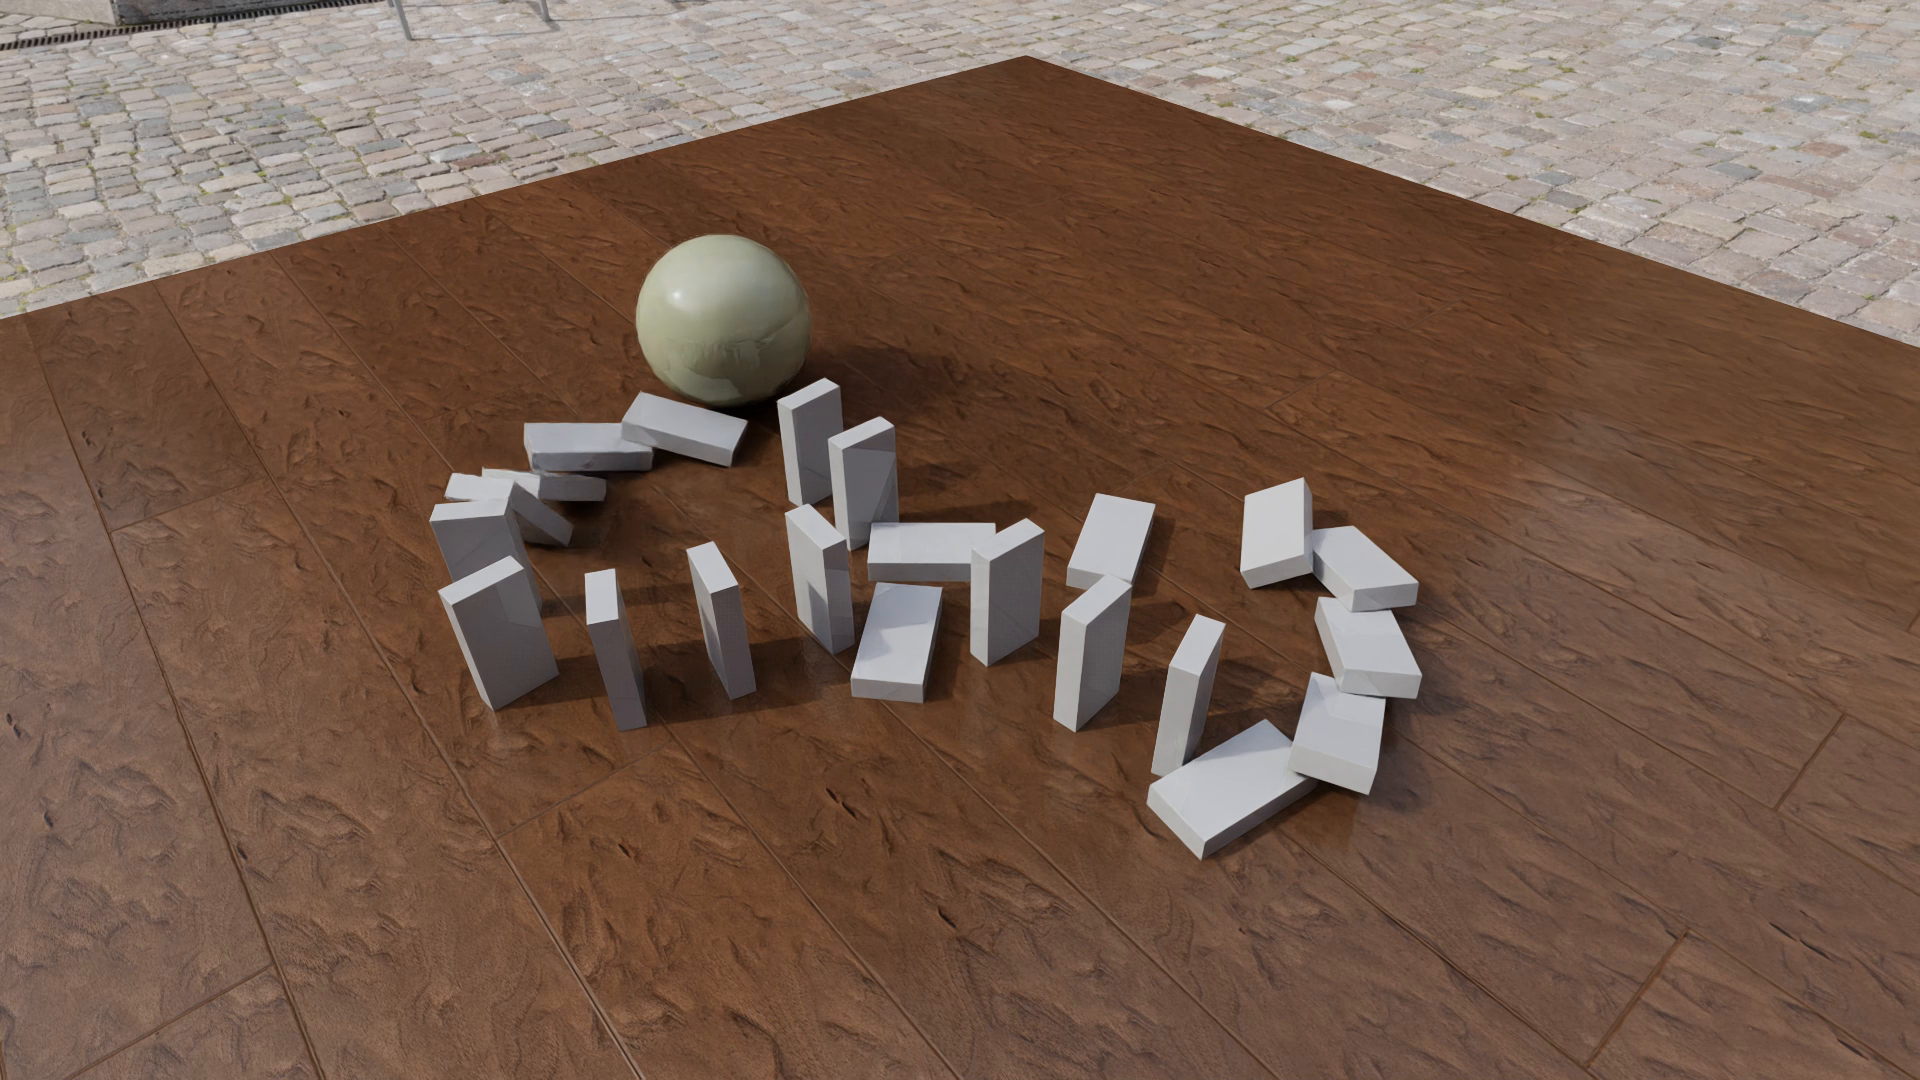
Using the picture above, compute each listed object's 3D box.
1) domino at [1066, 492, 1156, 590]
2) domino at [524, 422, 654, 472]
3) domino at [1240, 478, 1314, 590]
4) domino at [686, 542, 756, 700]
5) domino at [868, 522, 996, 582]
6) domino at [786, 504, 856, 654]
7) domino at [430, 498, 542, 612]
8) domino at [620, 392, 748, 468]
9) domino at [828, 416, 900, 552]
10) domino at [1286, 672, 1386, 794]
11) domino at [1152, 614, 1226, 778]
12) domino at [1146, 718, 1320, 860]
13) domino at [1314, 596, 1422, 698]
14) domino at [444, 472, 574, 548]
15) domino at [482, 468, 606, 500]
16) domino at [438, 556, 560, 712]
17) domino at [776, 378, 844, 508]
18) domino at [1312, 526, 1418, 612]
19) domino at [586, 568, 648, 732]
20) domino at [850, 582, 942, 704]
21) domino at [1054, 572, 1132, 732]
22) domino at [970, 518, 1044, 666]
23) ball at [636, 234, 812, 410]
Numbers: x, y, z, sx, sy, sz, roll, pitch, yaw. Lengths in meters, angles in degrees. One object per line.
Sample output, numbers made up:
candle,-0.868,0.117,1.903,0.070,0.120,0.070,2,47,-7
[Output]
domino,0.061,0.001,0.442,0.025,0.009,0.050,12,41,14
domino,-0.163,-0.041,0.483,0.050,0.010,0.025,-3,37,-29
domino,0.126,-0.003,0.438,0.025,0.009,0.050,-19,31,29
domino,-0.082,0.028,0.377,0.009,0.050,0.025,-19,43,-22
domino,-0.011,0.005,0.438,0.050,0.009,0.025,0,39,0
domino,-0.050,0.014,0.394,0.010,0.050,0.025,-25,46,-28
domino,-0.172,0.009,0.401,0.025,0.050,0.009,-5,40,-6
domino,-0.124,-0.050,0.495,0.050,0.010,0.025,15,39,-4
domino,-0.038,-0.022,0.438,0.025,0.050,0.009,-28,47,-30
domino,0.123,0.062,0.357,0.025,0.010,0.050,16,26,18
domino,0.072,0.051,0.349,0.009,0.050,0.025,19,43,21
domino,0.087,0.078,0.348,0.050,0.010,0.025,-22,44,-25
domino,0.143,0.037,0.389,0.025,0.009,0.050,4,26,5
domino,-0.174,-0.011,0.427,0.025,0.050,0.009,7,73,9
domino,-0.168,-0.022,0.448,0.025,0.010,0.050,7,3,11
domino,-0.155,0.032,0.372,0.010,0.050,0.025,32,49,33
domino,-0.061,-0.040,0.460,0.010,0.050,0.025,32,49,33
domino,0.150,0.010,0.422,0.025,0.010,0.050,-6,26,-7
domino,-0.114,0.037,0.366,0.009,0.050,0.025,-10,40,-12
domino,-0.022,0.036,0.399,0.025,0.010,0.050,4,40,5
domino,0.044,0.038,0.365,0.009,0.050,0.025,29,48,31
domino,0.016,0.019,0.388,0.025,0.050,0.009,-28,47,-30
ball,-0.109,-0.101,0.511,0.080,0.080,0.080,0,39,0
